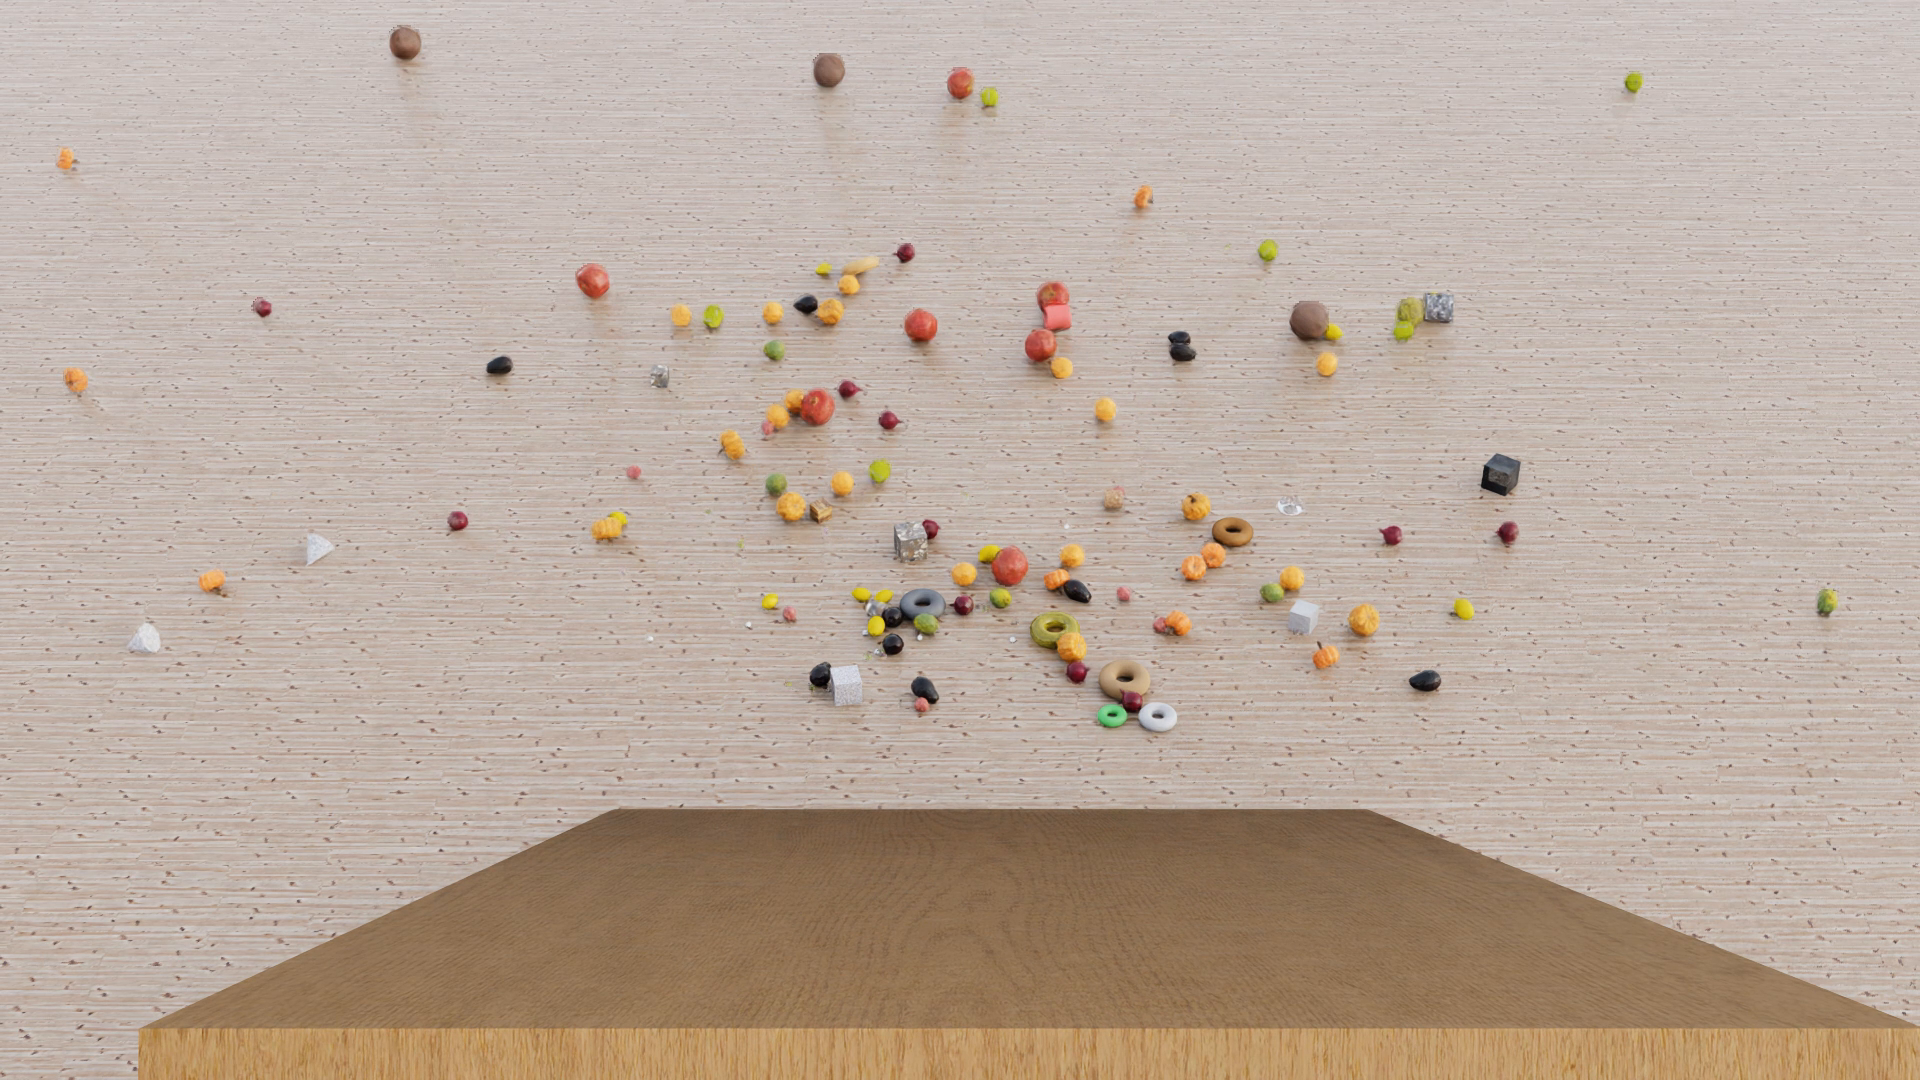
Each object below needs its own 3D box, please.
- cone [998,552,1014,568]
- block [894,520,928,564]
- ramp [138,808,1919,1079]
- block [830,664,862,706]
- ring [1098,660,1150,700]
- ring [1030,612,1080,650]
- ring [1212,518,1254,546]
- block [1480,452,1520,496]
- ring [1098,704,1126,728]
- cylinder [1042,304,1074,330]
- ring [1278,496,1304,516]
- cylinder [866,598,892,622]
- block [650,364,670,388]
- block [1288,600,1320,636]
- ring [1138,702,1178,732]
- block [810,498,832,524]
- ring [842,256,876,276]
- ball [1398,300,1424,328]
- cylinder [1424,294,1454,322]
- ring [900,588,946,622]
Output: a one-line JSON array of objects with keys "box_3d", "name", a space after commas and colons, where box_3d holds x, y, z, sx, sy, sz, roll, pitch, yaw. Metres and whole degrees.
[{"box_3d": [0.138, 0.066, 7.893, 0.050, 0.050, 0.050, 7, 74, 9], "name": "cone"}, {"box_3d": [-0.150, 0.006, 7.922, 0.084, 0.084, 0.084, -9, 38, -12], "name": "block"}, {"box_3d": [0.080, 0.681, 4.908, 2.000, 0.100, 4.000, 0, -2, 0], "name": "ramp"}, {"box_3d": [-0.323, 0.413, 7.380, 0.077, 0.077, 0.077, -7, 37, -9], "name": "block"}, {"box_3d": [0.469, 0.399, 7.423, 0.149, 0.050, 0.149, 1, 38, -1], "name": "ring"}, {"box_3d": [0.278, 0.264, 7.605, 0.148, 0.049, 0.148, 0, 38, 0], "name": "ring"}, {"box_3d": [0.839, -0.025, 7.999, 0.128, 0.043, 0.128, 1, 35, 0], "name": "ring"}, {"box_3d": [1.707, -0.207, 8.207, 0.085, 0.085, 0.085, 24, 43, 28], "name": "block"}, {"box_3d": [0.428, 0.494, 7.312, 0.083, 0.028, 0.083, -1, 36, 1], "name": "ring"}, {"box_3d": [0.335, -0.767, 8.964, 0.082, 0.082, 0.082, 4, 33, -26], "name": "cylinder"}, {"box_3d": [1.033, -0.108, 8.122, 0.083, 0.028, 0.083, 1, 37, -1], "name": "ring"}, {"box_3d": [-0.240, 0.206, 7.678, 0.053, 0.053, 0.053, 21, 41, 25], "name": "cylinder"}, {"box_3d": [-1.003, -0.547, 8.692, 0.054, 0.054, 0.054, 1, 37, 1], "name": "block"}, {"box_3d": [1.009, 0.227, 7.639, 0.066, 0.066, 0.066, 18, 40, 23], "name": "block"}, {"box_3d": [0.556, 0.497, 7.301, 0.109, 0.036, 0.109, 1, 37, -1], "name": "ring"}, {"box_3d": [-0.432, -0.090, 8.080, 0.051, 0.051, 0.051, -22, 42, -27], "name": "block"}, {"box_3d": [-0.358, -0.973, 9.236, 0.132, 0.044, 0.132, -18, 7, 2], "name": "ring"}, {"box_3d": [1.556, -0.781, 8.973, 0.094, 0.094, 0.094, 0, 37, 0], "name": "ball"}, {"box_3d": [1.657, -0.800, 9.001, 0.092, 0.092, 0.092, 3, 37, 5], "name": "cylinder"}, {"box_3d": [-0.111, 0.193, 7.703, 0.137, 0.046, 0.137, 0, 35, 0], "name": "ring"}]
